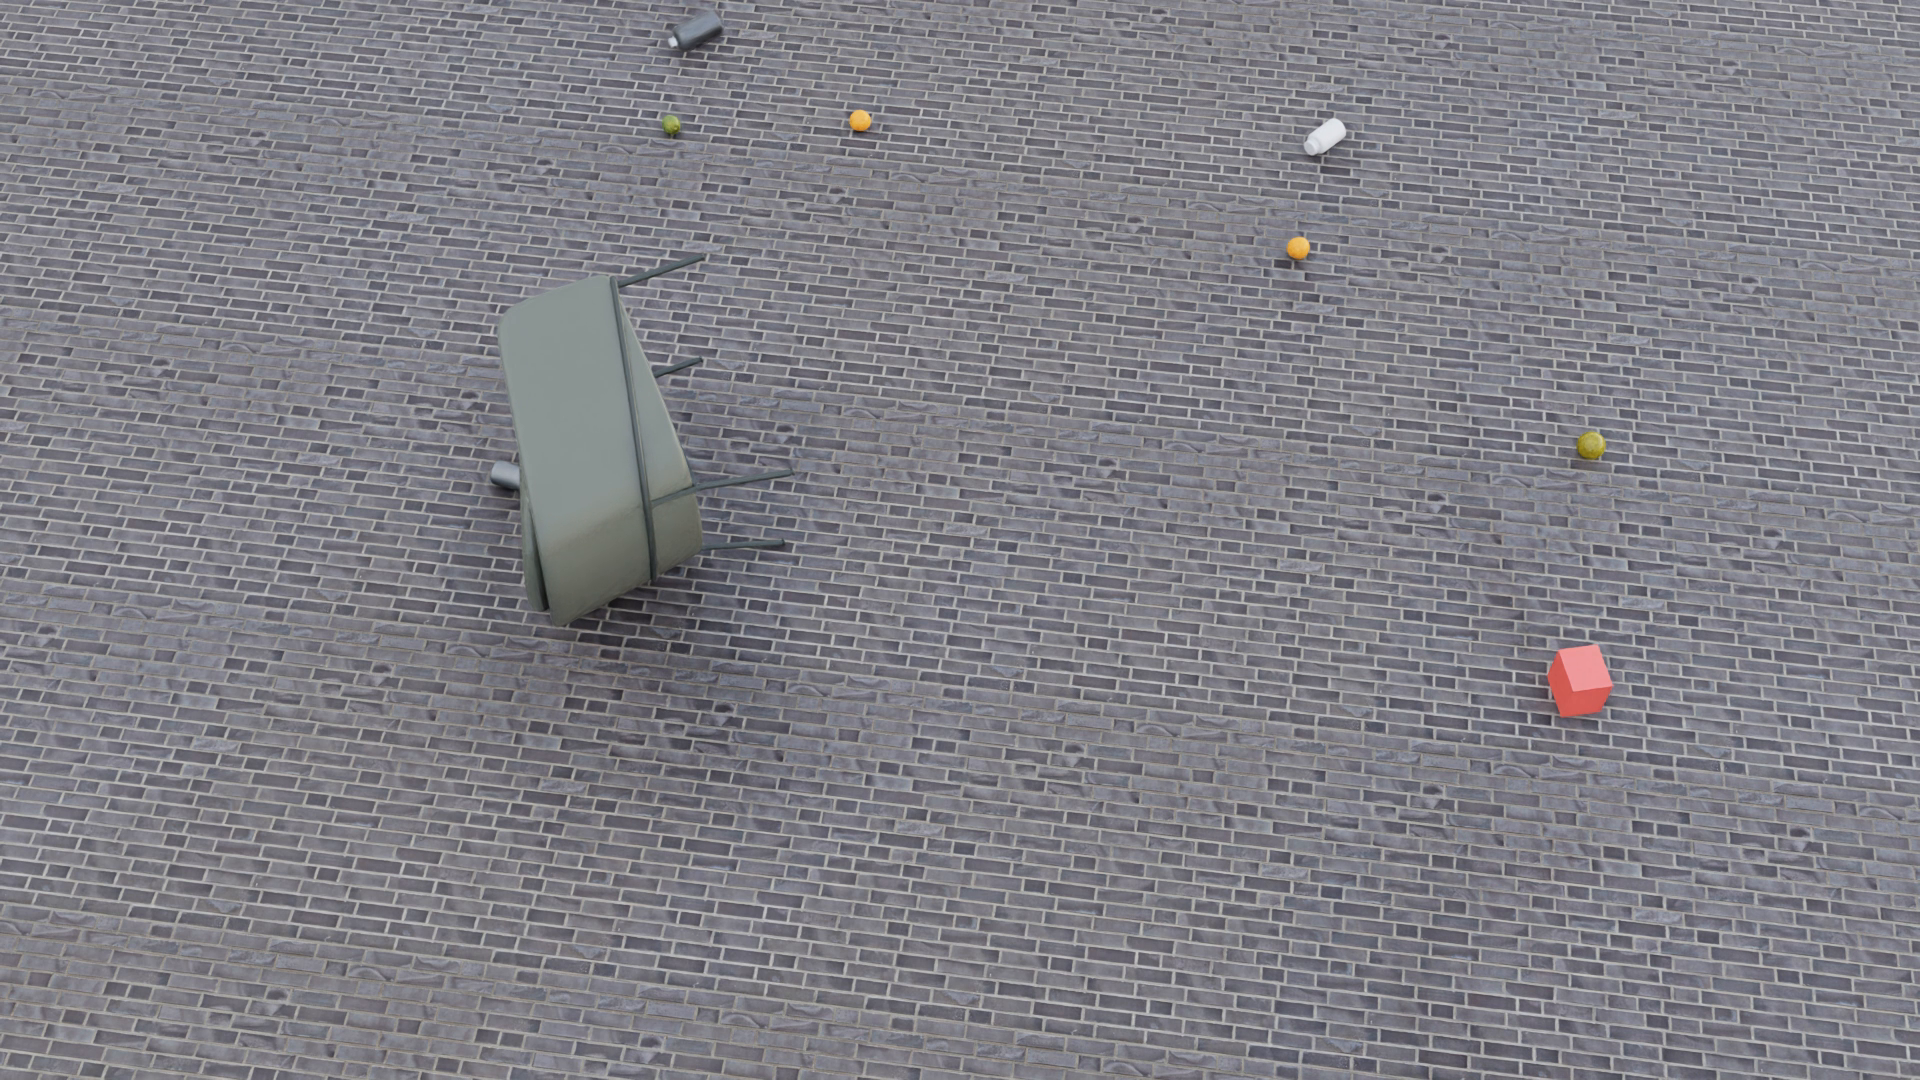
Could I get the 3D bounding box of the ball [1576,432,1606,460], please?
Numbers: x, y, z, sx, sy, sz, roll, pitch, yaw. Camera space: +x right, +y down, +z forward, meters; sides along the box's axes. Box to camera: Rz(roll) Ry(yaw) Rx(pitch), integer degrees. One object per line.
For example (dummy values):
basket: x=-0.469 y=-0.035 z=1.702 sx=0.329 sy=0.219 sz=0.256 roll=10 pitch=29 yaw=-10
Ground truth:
ball: x=1.928 y=-0.289 z=6.716 sx=0.086 sy=0.086 sz=0.086 roll=0 pitch=56 yaw=0

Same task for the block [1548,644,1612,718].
block: x=1.751 y=0.399 z=6.217 sx=0.115 sy=0.148 sz=0.137 roll=-7 pitch=56 yaw=-5
